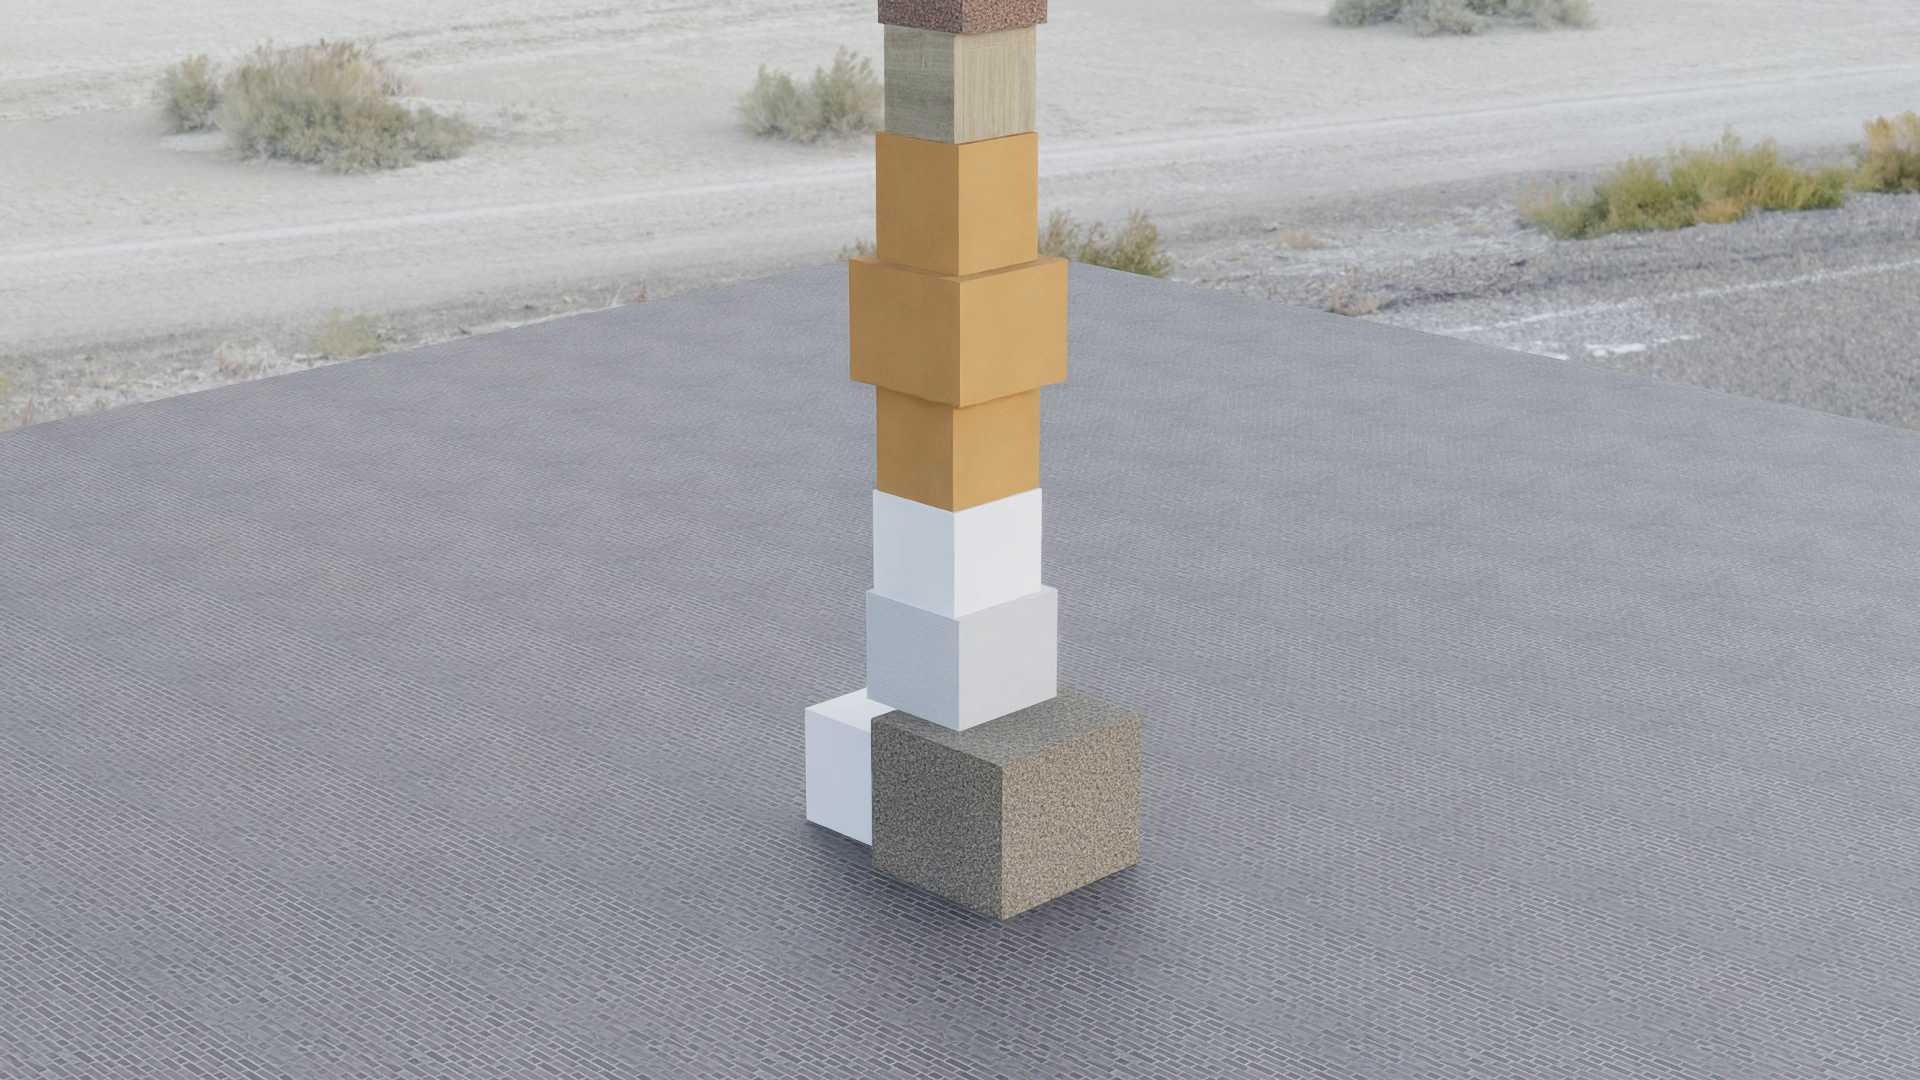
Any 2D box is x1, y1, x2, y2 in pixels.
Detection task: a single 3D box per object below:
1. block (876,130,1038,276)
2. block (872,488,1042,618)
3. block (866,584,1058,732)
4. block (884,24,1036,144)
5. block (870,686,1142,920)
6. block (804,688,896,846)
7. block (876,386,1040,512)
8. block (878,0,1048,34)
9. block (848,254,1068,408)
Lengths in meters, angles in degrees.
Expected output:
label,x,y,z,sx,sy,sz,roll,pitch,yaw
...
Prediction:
label,x,y,z,sx,sy,sz,roll,pitch,yaw
block,-0.014,-1.508,12.853,0.490,0.564,0.513,-17,24,-42
block,-0.012,0.003,13.330,0.557,0.487,0.522,-17,24,-42
block,0.008,0.479,13.501,0.638,0.524,0.602,-17,24,-42
block,0.001,-2.005,12.713,0.501,0.468,0.428,-17,24,-42
block,0.211,1.152,13.457,0.911,0.734,0.834,-17,24,-42
block,-0.301,1.071,13.989,0.609,0.568,0.622,-17,24,-42
block,-0.008,-0.473,13.184,0.548,0.509,0.487,-17,24,-42
block,0.011,-2.469,12.577,0.516,0.501,0.518,-17,24,-42
block,-0.008,-0.979,13.026,0.672,0.550,0.695,-17,24,-42
